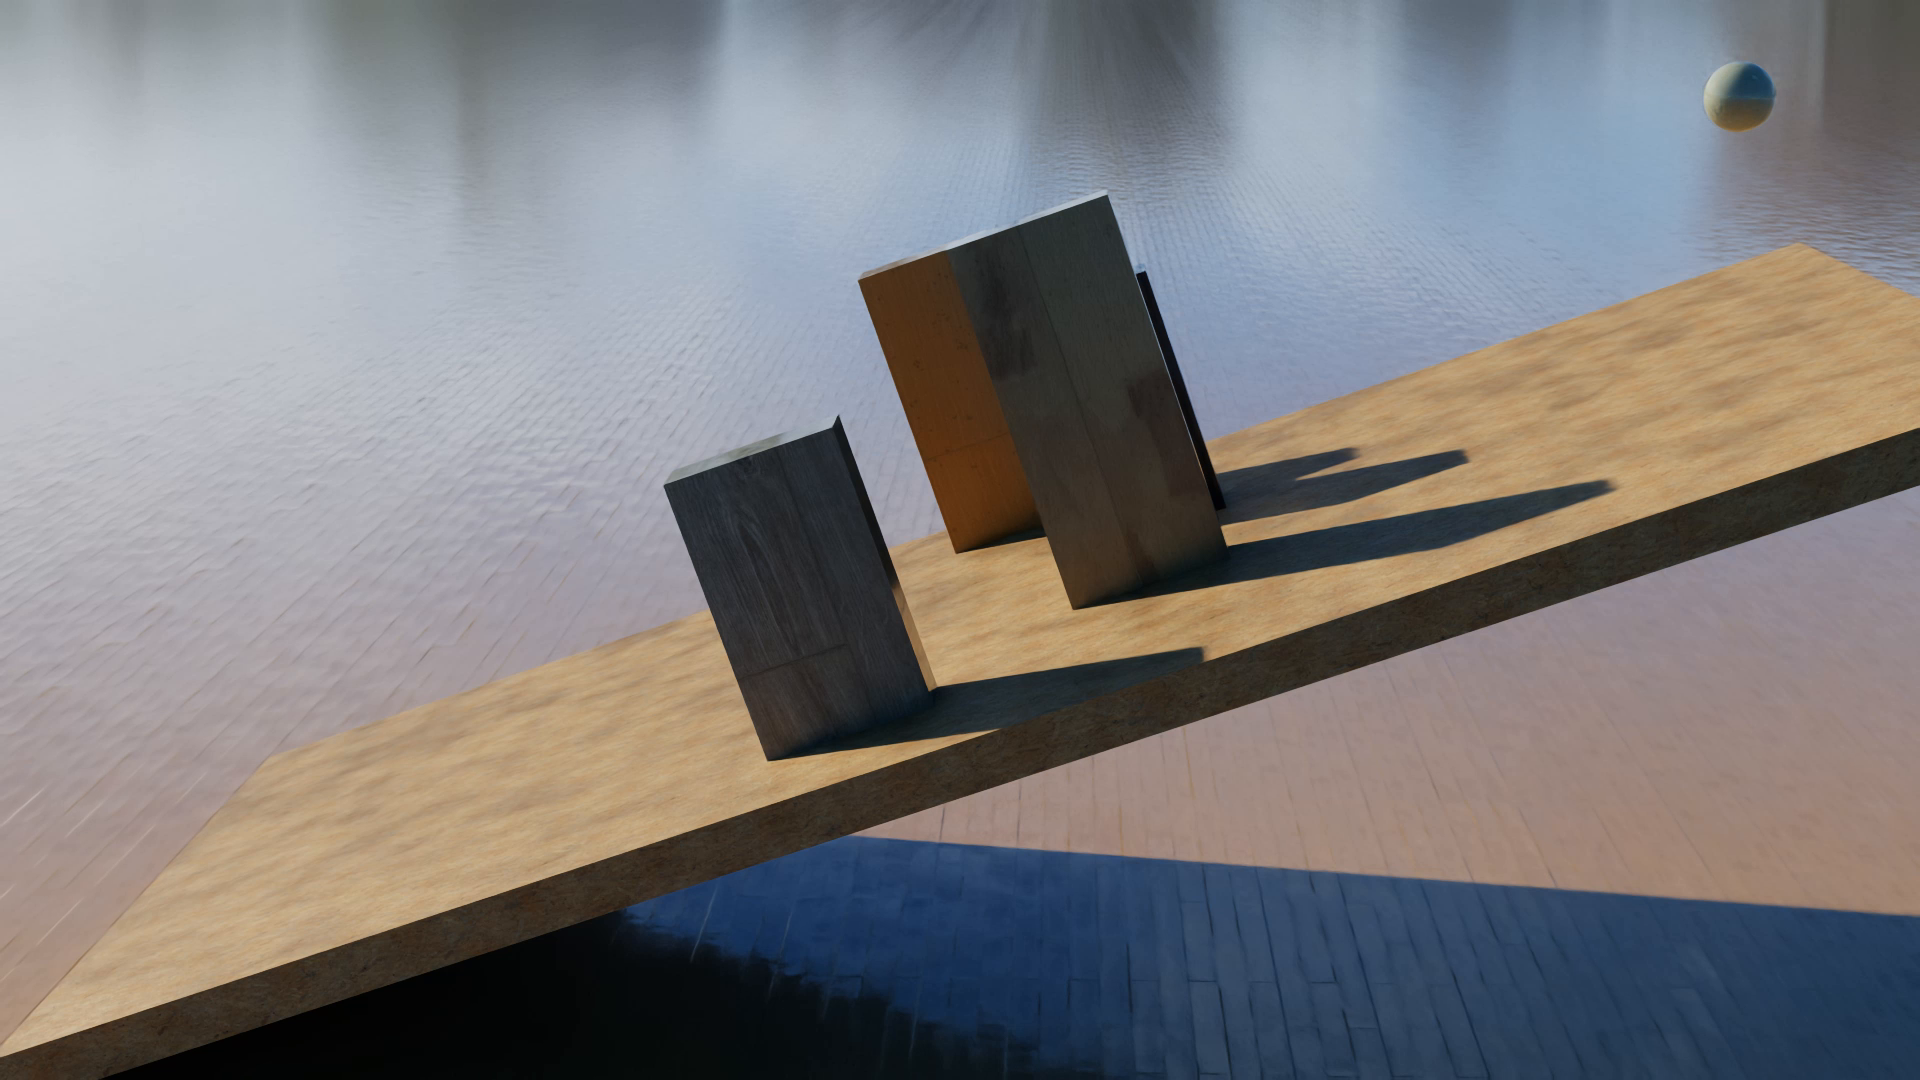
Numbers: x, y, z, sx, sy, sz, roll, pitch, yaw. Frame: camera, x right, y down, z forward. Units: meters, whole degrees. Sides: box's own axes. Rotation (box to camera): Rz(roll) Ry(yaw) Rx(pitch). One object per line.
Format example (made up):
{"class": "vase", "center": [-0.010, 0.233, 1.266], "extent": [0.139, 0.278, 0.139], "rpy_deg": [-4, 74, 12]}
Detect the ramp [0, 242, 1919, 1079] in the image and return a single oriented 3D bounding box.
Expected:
{"class": "ramp", "center": [0.110, 0.179, 6.302], "extent": [4.000, 0.100, 2.000], "rpy_deg": [-19, 11, 6]}

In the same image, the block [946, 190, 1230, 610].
{"class": "block", "center": [0.263, -0.282, 5.964], "extent": [0.339, 0.779, 0.114], "rpy_deg": [-19, 11, 6]}

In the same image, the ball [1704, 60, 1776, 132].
{"class": "ball", "center": [1.566, -0.891, 5.909], "extent": [0.142, 0.142, 0.142], "rpy_deg": [0, 12, 0]}

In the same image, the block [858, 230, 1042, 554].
{"class": "block", "center": [0.027, -0.349, 6.940], "extent": [0.315, 0.688, 0.134], "rpy_deg": [-19, 11, 6]}

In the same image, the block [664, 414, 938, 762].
{"class": "block", "center": [-0.303, 0.092, 5.669], "extent": [0.341, 0.575, 0.146], "rpy_deg": [-19, 11, 6]}

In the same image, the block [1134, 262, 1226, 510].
{"class": "block", "center": [0.368, -0.298, 6.460], "extent": [0.266, 0.550, 0.144], "rpy_deg": [-19, 11, 6]}
